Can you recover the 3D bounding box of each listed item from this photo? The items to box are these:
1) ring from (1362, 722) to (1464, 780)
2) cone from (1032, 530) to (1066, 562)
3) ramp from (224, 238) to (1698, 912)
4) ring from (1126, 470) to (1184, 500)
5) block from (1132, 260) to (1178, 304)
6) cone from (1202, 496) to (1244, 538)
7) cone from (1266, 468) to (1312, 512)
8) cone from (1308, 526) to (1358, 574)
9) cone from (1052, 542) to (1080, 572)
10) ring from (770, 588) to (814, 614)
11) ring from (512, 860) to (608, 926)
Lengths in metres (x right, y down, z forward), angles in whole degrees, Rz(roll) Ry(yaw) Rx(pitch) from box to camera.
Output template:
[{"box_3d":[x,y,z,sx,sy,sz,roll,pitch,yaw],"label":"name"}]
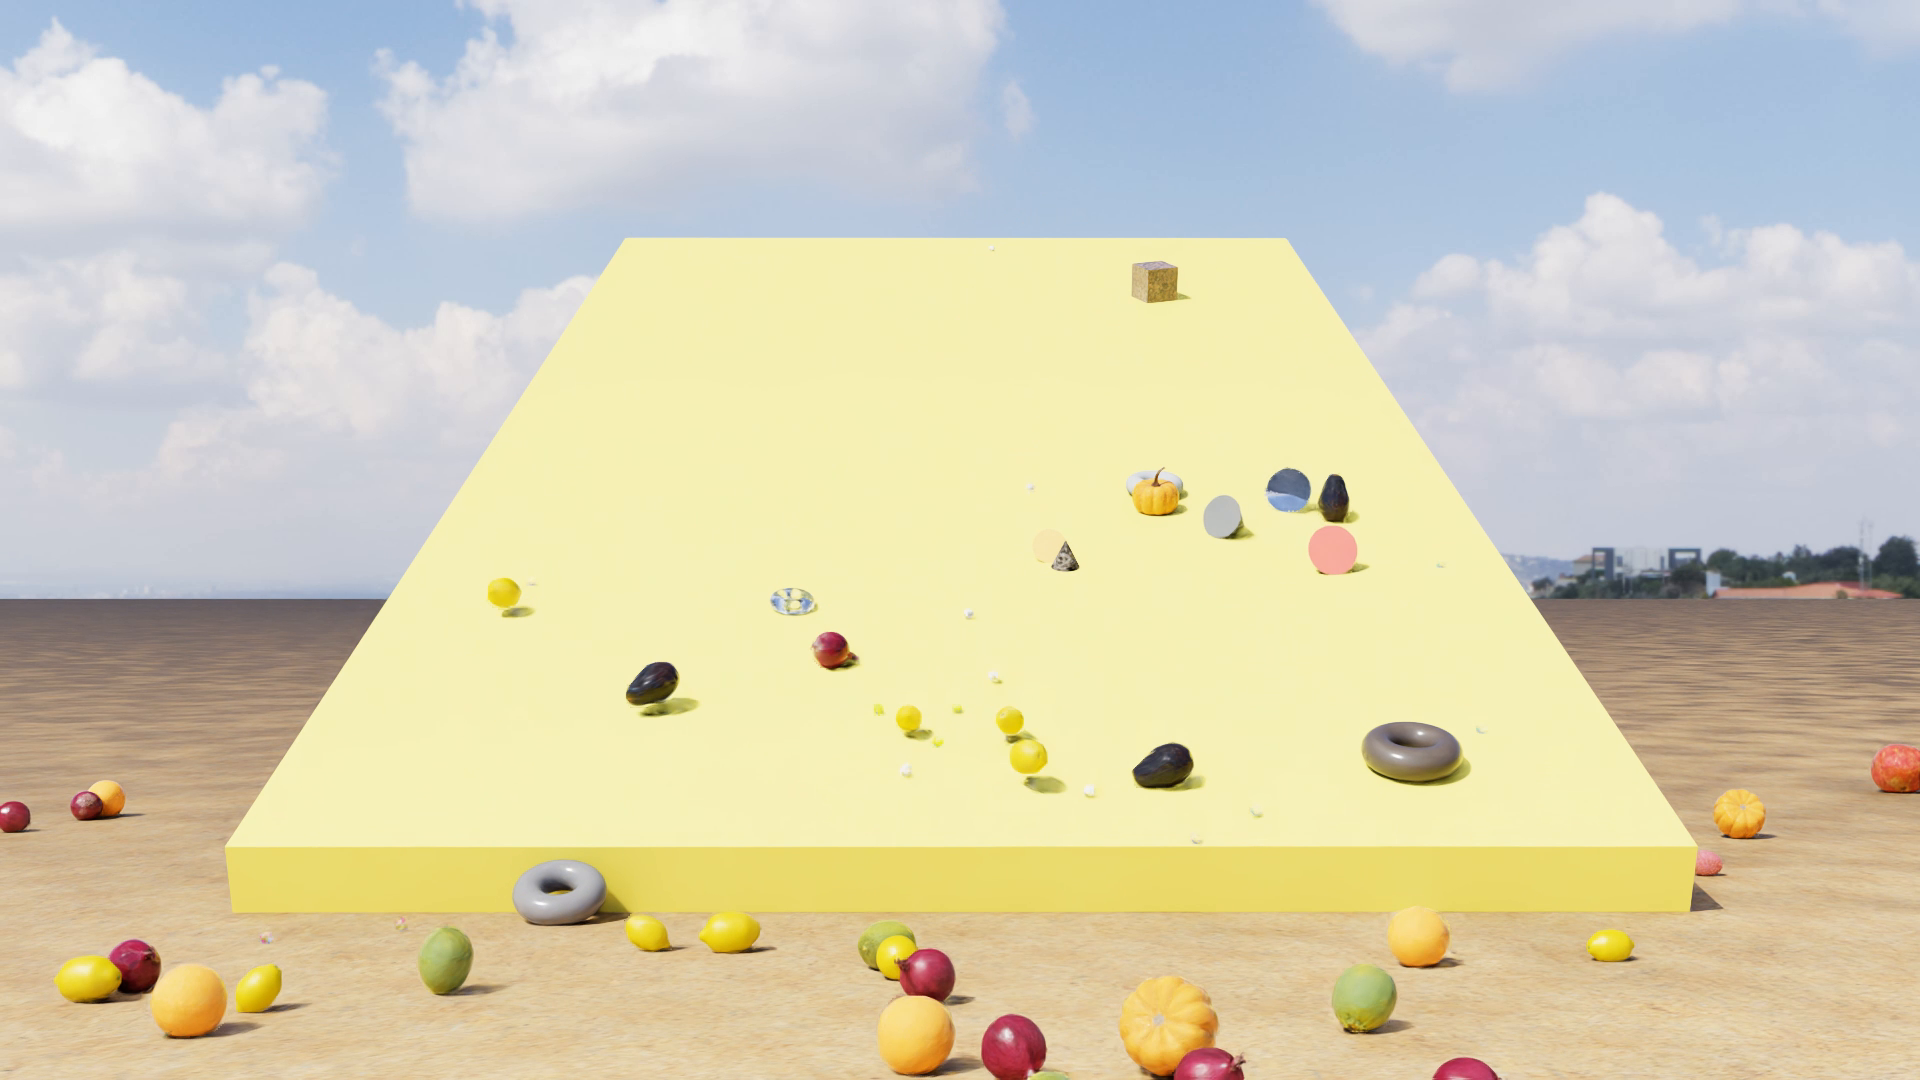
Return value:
[{"box_3d":[0.661,0.309,3.302,0.148,0.049,0.148,0,18,0],"label":"ring"},{"box_3d":[0.168,0.015,4.163,0.063,0.063,0.063,0,-7,8],"label":"cone"},{"box_3d":[-0.005,-0.202,4.969,2.000,0.100,4.000,0,19,0],"label":"ramp"},{"box_3d":[0.388,-0.109,4.501,0.115,0.038,0.115,0,18,0],"label":"ring"},{"box_3d":[0.524,-0.695,6.084,0.091,0.091,0.091,-8,21,-23],"label":"block"},{"box_3d":[0.519,-0.036,4.294,0.083,0.083,0.083,-1,-13,38],"label":"cone"},{"box_3d":[0.652,-0.091,4.447,0.088,0.088,0.088,0,-8,15],"label":"cone"},{"box_3d":[0.669,0.024,4.121,0.091,0.091,0.091,0,-7,-5],"label":"cone"},{"box_3d":[0.192,0.024,4.100,0.053,0.053,0.053,0,19,0],"label":"cone"},{"box_3d":[-0.290,0.106,3.906,0.078,0.026,0.078,3,22,-1],"label":"ring"},{"box_3d":[-0.535,0.471,3.019,0.126,0.042,0.126,0,25,0],"label":"ring"}]
